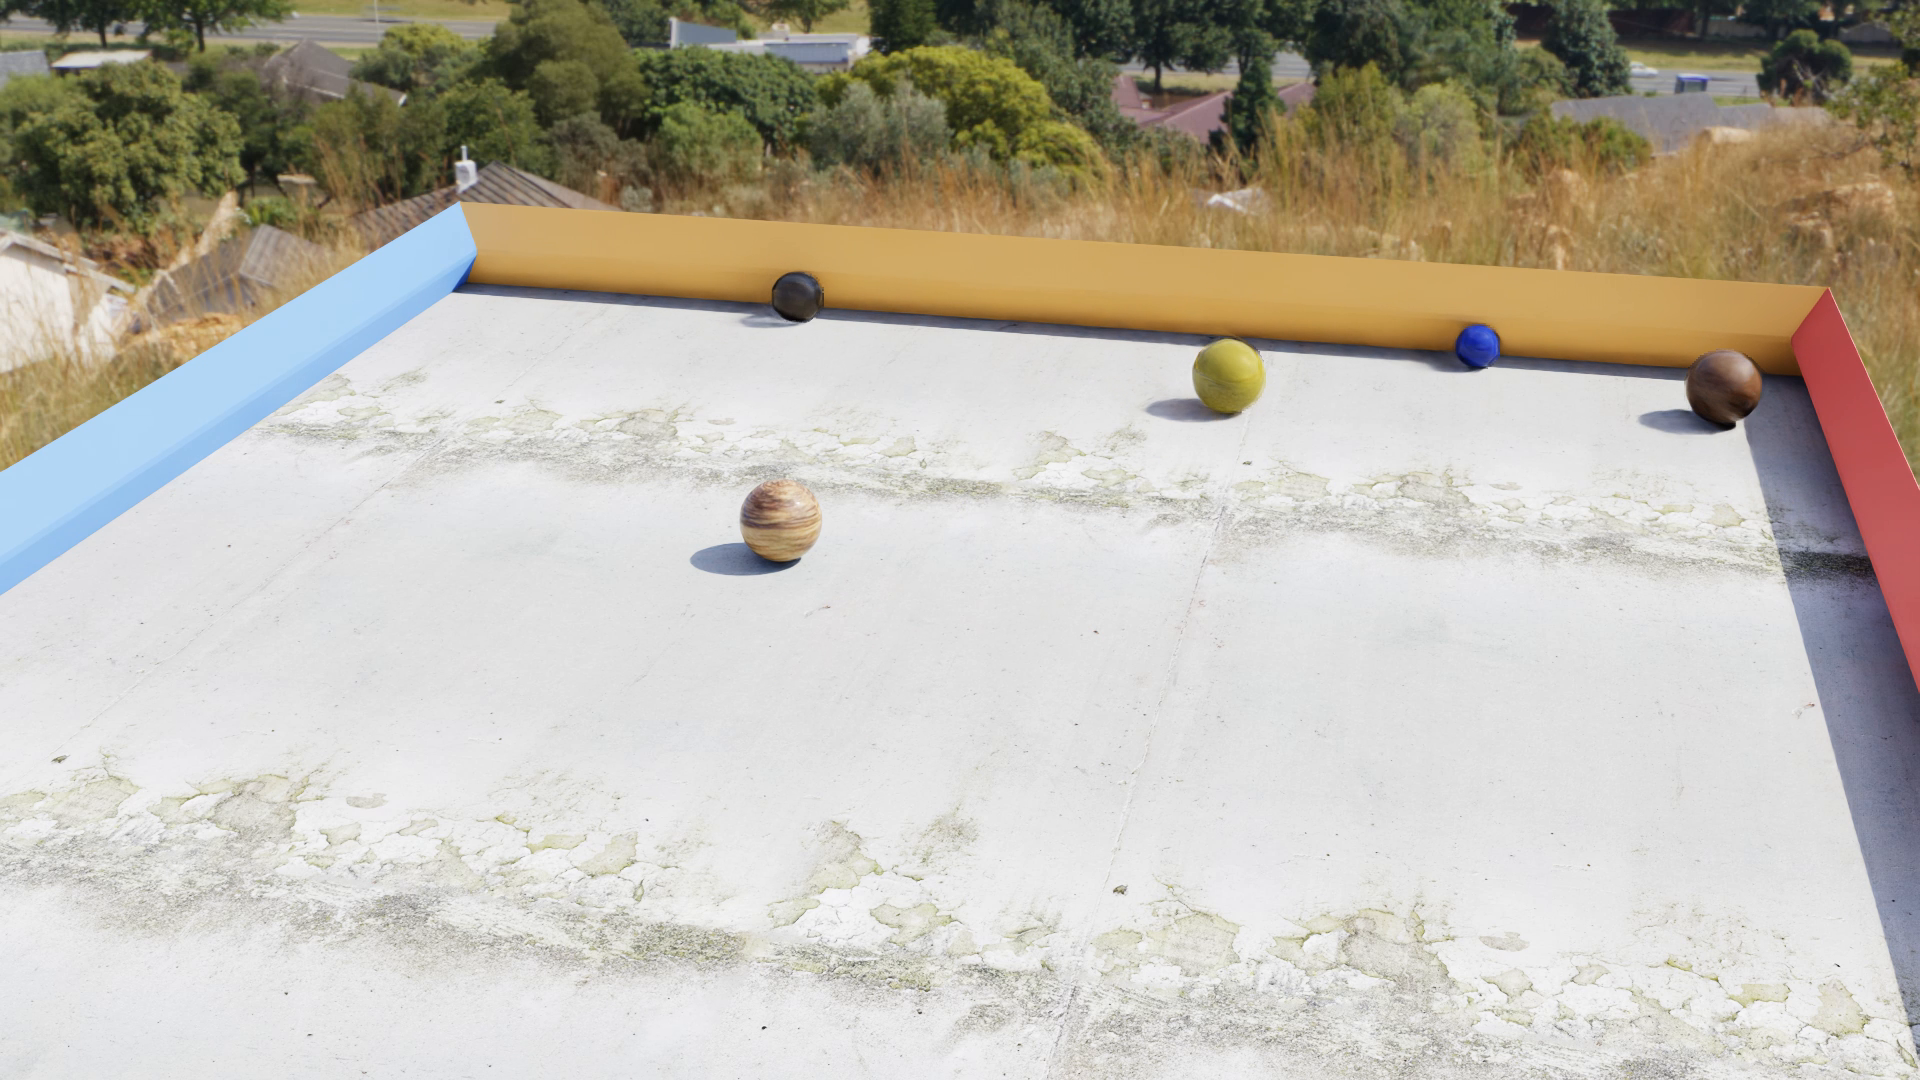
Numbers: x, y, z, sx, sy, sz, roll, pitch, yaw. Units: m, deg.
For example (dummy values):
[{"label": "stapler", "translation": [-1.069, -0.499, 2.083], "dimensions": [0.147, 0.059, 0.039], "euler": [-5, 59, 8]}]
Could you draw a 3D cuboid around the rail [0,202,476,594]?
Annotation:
[{"label": "rail", "translation": [-1.159, 0.246, 1.796], "dimensions": [0.045, 0.127, 3.634], "euler": [5, 24, 12]}]

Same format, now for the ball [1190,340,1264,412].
[{"label": "ball", "translation": [0.353, -0.217, 2.897], "dimensions": [0.096, 0.096, 0.096], "euler": [0, 24, 0]}]

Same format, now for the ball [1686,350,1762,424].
[{"label": "ball", "translation": [0.992, -0.198, 2.856], "dimensions": [0.095, 0.095, 0.095], "euler": [0, 24, 0]}]

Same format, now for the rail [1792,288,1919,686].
[{"label": "rail", "translation": [0.752, 0.421, 1.394], "dimensions": [0.045, 0.127, 3.634], "euler": [5, 24, 12]}]

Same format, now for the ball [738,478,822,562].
[{"label": "ball", "translation": [-0.200, -0.022, 2.454], "dimensions": [0.093, 0.093, 0.093], "euler": [0, 24, 0]}]

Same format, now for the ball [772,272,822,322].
[{"label": "ball", "translation": [-0.242, -0.360, 3.252], "dimensions": [0.075, 0.075, 0.075], "euler": [0, 24, 0]}]

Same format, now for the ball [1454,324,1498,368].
[{"label": "ball", "translation": [0.720, -0.270, 3.066], "dimensions": [0.060, 0.060, 0.060], "euler": [0, 24, 0]}]

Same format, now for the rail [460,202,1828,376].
[{"label": "rail", "translation": [0.198, -0.366, 3.198], "dimensions": [2.008, 0.127, 0.045], "euler": [5, 24, 12]}]
